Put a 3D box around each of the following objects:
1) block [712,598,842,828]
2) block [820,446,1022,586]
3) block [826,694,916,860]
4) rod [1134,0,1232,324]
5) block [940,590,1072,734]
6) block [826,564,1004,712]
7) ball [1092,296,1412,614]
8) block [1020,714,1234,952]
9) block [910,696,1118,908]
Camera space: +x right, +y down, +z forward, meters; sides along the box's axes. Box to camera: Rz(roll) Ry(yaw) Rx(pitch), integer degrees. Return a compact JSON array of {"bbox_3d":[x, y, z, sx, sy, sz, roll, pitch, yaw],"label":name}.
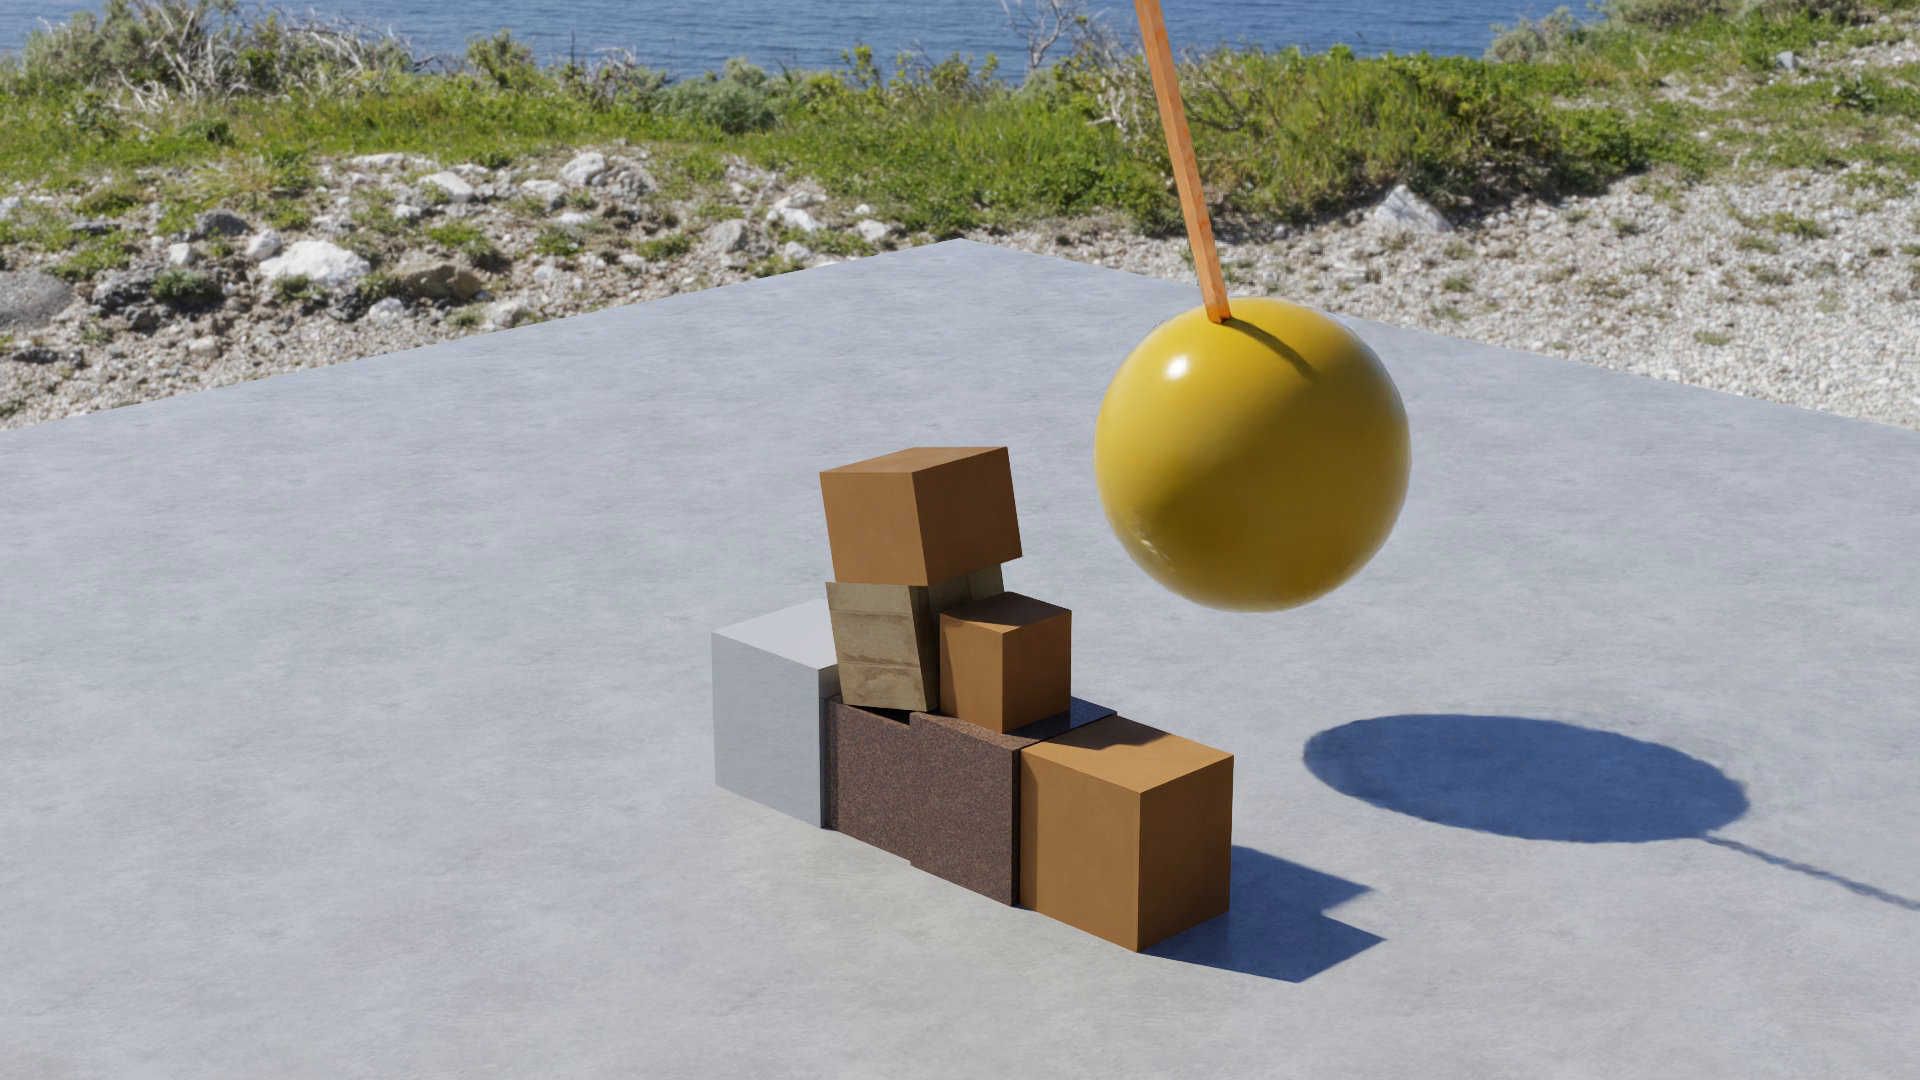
[{"bbox_3d":[-0.685,0.833,14.350,0.714,0.805,0.772,-17,24,-42],"label":"block"},{"bbox_3d":[-0.179,-0.117,13.525,0.612,0.519,0.626,-17,12,-42],"label":"block"},{"bbox_3d":[-0.196,1.054,13.905,0.642,0.651,0.594,-17,24,-42],"label":"block"},{"bbox_3d":[0.636,-3.219,12.996,0.080,5.200,0.080,17,44,42],"label":"rod"},{"bbox_3d":[0.207,0.549,13.302,0.450,0.475,0.393,-17,24,-42],"label":"block"},{"bbox_3d":[-0.180,0.425,13.673,0.589,0.587,0.571,-17,12,-42],"label":"block"},{"bbox_3d":[1.467,-0.424,14.746,1.600,1.600,1.600,0,17,0],"label":"ball"},{"bbox_3d":[0.735,1.289,13.001,0.619,0.745,0.703,-17,24,-42],"label":"block"},{"bbox_3d":[0.244,1.143,13.457,0.691,0.750,0.649,-17,24,-42],"label":"block"}]
